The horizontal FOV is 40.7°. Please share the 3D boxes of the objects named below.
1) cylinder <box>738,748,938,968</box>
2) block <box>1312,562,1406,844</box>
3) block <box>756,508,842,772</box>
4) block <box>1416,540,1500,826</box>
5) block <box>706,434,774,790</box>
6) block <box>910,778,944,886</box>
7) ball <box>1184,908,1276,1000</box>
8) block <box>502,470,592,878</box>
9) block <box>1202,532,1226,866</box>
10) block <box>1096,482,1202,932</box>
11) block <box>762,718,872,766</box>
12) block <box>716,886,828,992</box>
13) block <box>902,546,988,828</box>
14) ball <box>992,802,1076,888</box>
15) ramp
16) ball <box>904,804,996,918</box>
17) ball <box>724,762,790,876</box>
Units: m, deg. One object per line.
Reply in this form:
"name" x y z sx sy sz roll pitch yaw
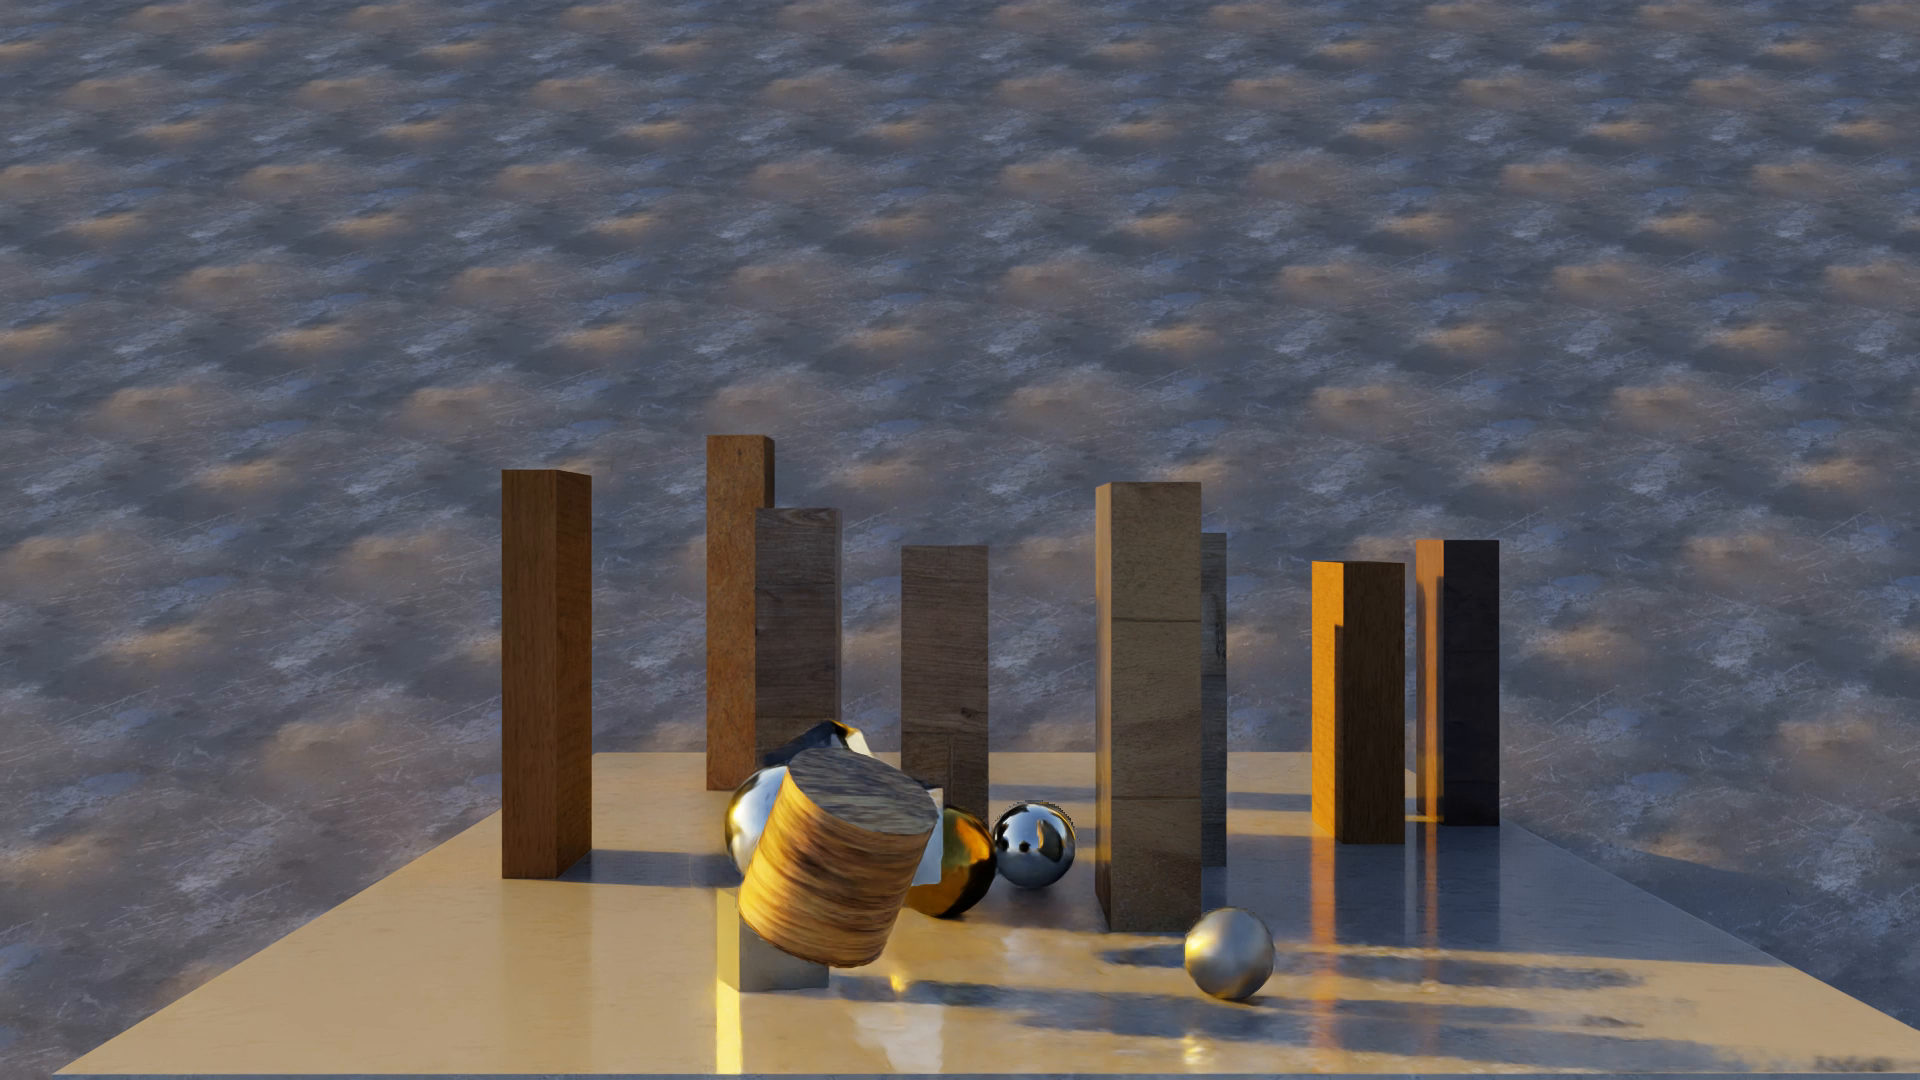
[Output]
"cylinder" -0.145 0.375 3.063 0.186 0.186 0.186 19 20 -7
"block" 0.744 0.294 4.853 0.111 0.505 0.409 0 0 0
"block" -0.306 0.244 4.948 0.149 0.606 0.270 0 0 0
"block" 0.977 0.273 5.087 0.107 0.547 0.294 0 0 0
"block" -0.490 0.159 5.808 0.125 0.776 0.327 0 0 0
"block" -0.113 0.398 3.540 0.130 0.130 0.130 -2 6 -31
"ball" 0.321 0.493 3.082 0.108 0.108 0.108 0 30 0
"block" -0.697 0.217 4.384 0.088 0.661 0.403 0 0 0
"block" 0.401 0.267 4.513 0.089 0.559 0.371 0 0 0
"block" 0.273 0.233 3.809 0.126 0.628 0.400 0 0 0
"block" -0.216 0.388 4.201 0.131 0.131 0.131 -30 69 11
"block" -0.232 0.491 3.200 0.112 0.112 0.112 0 0 -20
"block" -0.025 0.278 4.343 0.142 0.538 0.244 0 0 0
"ball" 0.115 0.480 4.068 0.134 0.134 0.134 0 30 0
"ramp" 0.067 0.597 4.654 2.000 0.100 4.000 0 0 0
"ball" -0.028 0.466 3.761 0.163 0.163 0.163 0 30 0
"ball" -0.264 0.446 4.005 0.203 0.203 0.203 0 30 0
